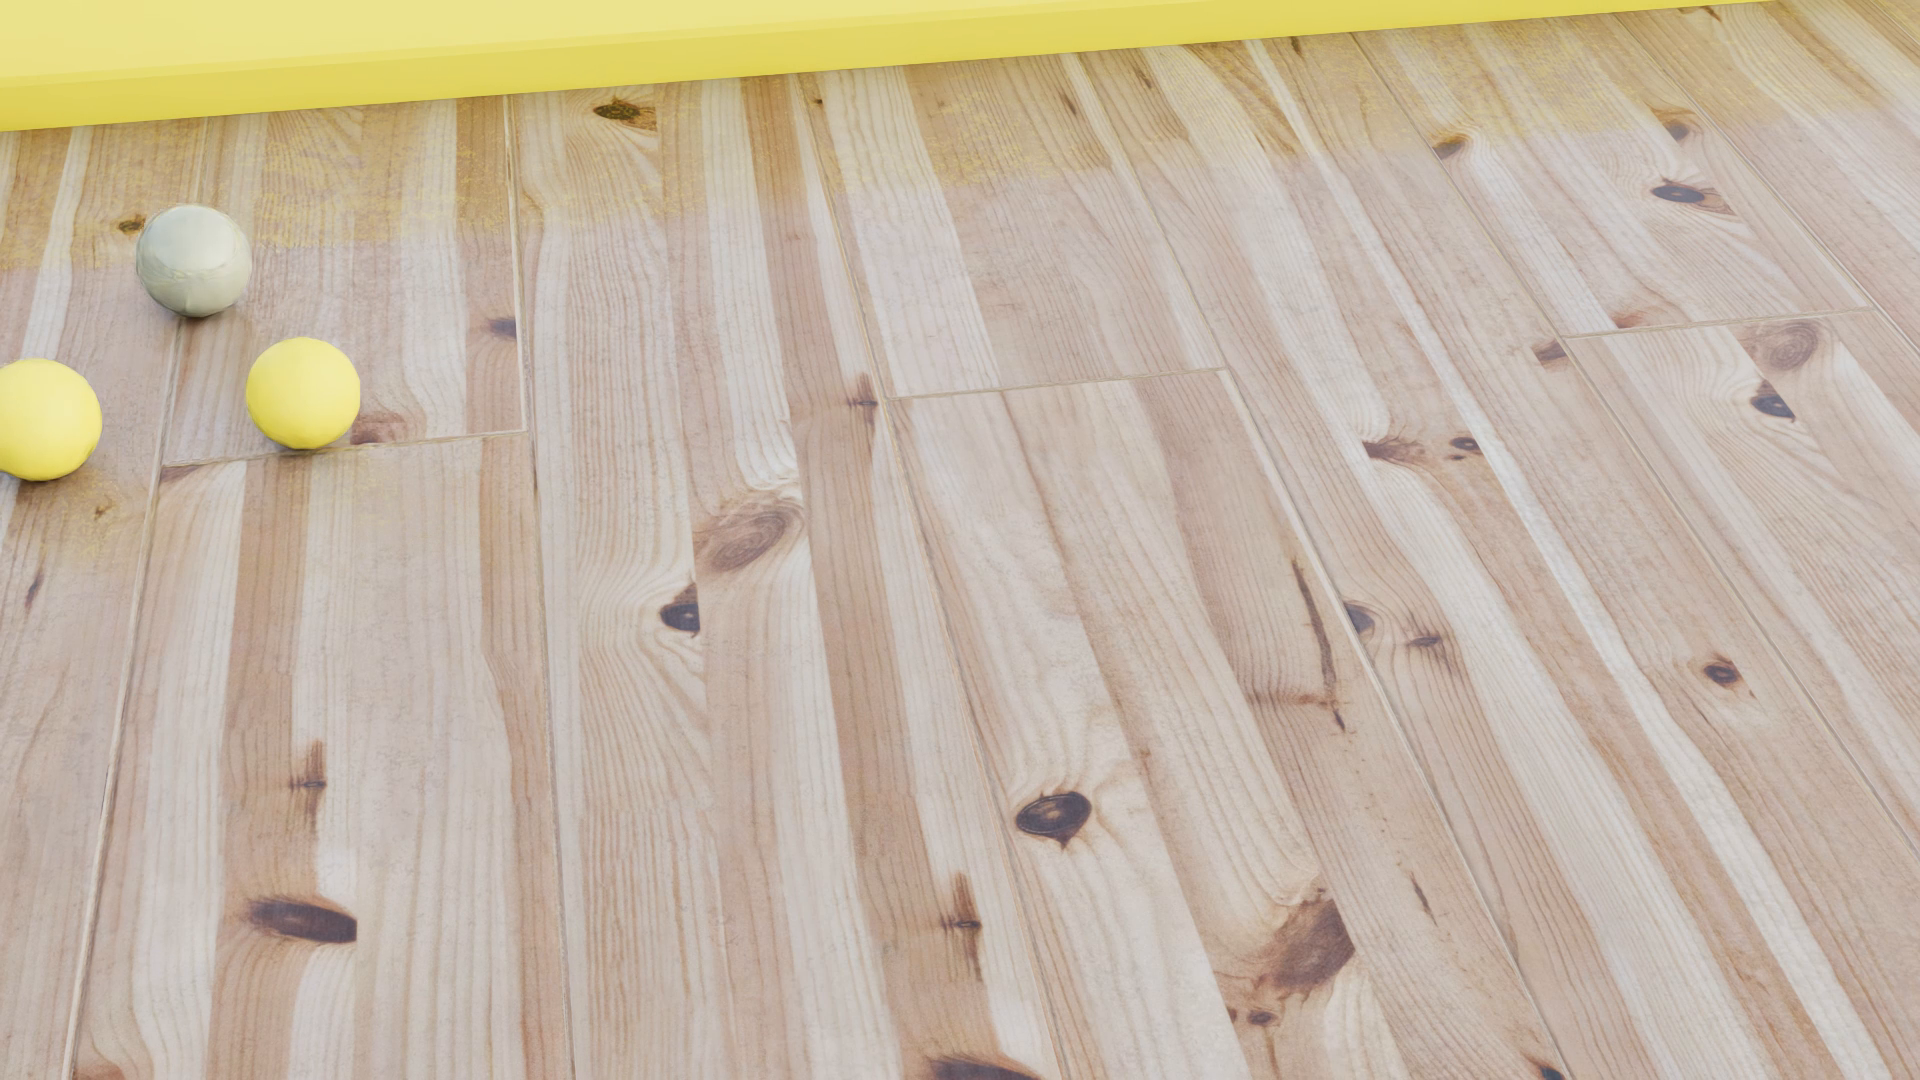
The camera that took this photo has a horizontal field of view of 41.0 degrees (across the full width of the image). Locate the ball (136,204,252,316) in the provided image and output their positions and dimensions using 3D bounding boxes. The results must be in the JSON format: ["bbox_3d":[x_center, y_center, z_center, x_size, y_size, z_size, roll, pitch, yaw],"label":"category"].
[{"bbox_3d":[-0.566,-0.206,1.895,0.083,0.083,0.083,0,36,0],"label":"ball"}]

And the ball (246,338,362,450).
[{"bbox_3d":[-0.449,-0.100,1.753,0.077,0.077,0.077,0,36,0],"label":"ball"}]

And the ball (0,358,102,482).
[{"bbox_3d":[-0.619,-0.080,1.721,0.082,0.082,0.082,0,36,0],"label":"ball"}]

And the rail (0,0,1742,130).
[{"bbox_3d":[0.609,-0.524,2.296,2.980,0.126,0.045,-6,36,-8],"label":"rail"}]
